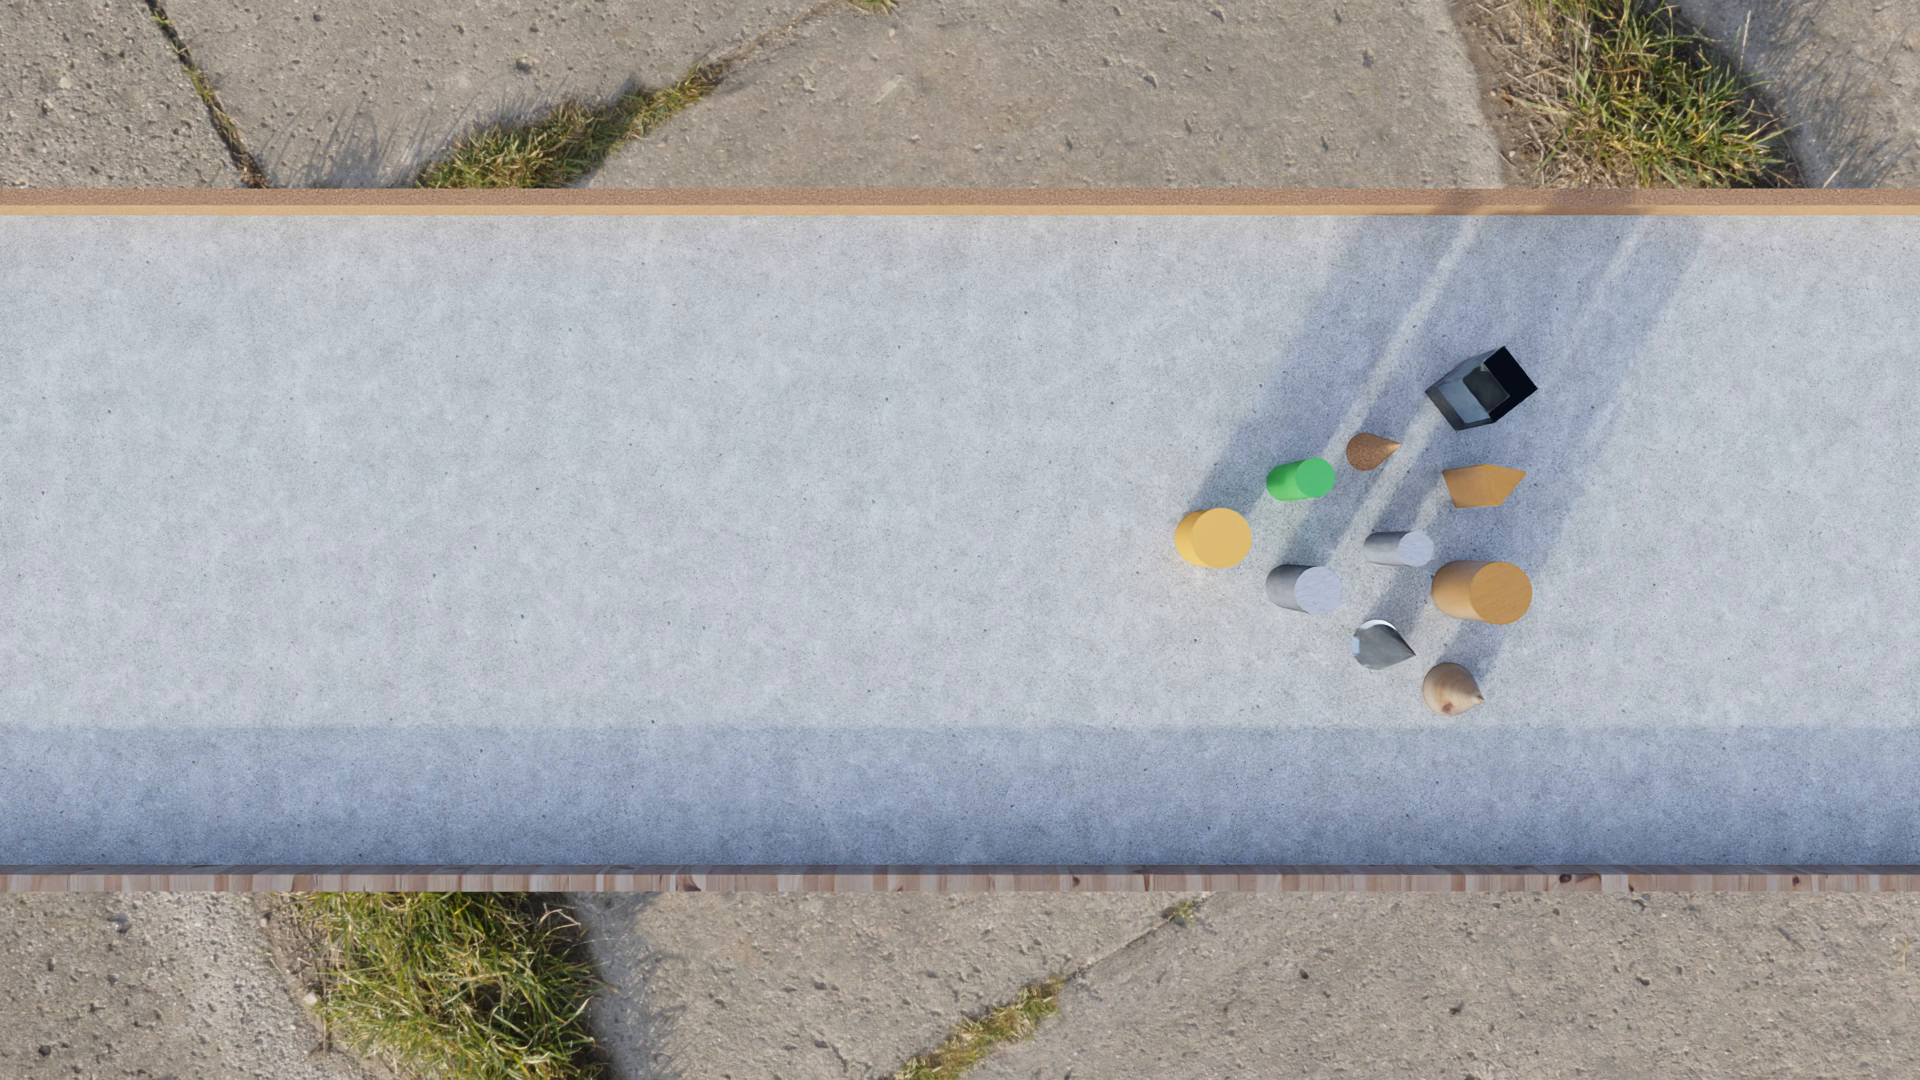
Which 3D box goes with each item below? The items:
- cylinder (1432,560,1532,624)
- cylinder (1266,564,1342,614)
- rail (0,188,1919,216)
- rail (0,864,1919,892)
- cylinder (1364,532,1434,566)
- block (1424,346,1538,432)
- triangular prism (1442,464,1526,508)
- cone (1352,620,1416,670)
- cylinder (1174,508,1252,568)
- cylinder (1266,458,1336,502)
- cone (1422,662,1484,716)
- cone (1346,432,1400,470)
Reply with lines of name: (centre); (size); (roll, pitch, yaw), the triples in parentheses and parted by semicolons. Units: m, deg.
cylinder: (1.540, 0.152, 4.887); (0.180, 0.380, 0.180); (0, 90, 0)
cylinder: (1.008, 0.142, 4.854); (0.136, 0.445, 0.136); (0, 90, 0)
rail: (-2.247, -1.025, 5.002); (12.000, 0.150, 0.050); (0, 90, 0)
rail: (-2.247, 1.025, 5.001); (12.000, 0.150, 0.050); (0, 90, 0)
cylinder: (1.291, 0.025, 4.874); (0.101, 0.405, 0.101); (0, 90, 0)
block: (1.539, -0.444, 4.891); (0.157, 0.371, 0.157); (-38, 90, 0)
triangular prism: (1.526, -0.179, 4.877); (0.107, 0.399, 0.124); (40, 90, 0)
cone: (1.282, 0.323, 4.853); (0.154, 0.446, 0.154); (0, 90, 0)
cylinder: (0.747, -0.005, 4.896); (0.173, 0.362, 0.173); (0, 90, 0)
cylinder: (0.999, -0.176, 4.856); (0.112, 0.442, 0.112); (0, 90, 0)
cone: (1.506, 0.460, 4.904); (0.167, 0.345, 0.167); (0, 90, 0)
cone: (1.247, -0.271, 4.864); (0.118, 0.425, 0.118); (0, 90, 0)
